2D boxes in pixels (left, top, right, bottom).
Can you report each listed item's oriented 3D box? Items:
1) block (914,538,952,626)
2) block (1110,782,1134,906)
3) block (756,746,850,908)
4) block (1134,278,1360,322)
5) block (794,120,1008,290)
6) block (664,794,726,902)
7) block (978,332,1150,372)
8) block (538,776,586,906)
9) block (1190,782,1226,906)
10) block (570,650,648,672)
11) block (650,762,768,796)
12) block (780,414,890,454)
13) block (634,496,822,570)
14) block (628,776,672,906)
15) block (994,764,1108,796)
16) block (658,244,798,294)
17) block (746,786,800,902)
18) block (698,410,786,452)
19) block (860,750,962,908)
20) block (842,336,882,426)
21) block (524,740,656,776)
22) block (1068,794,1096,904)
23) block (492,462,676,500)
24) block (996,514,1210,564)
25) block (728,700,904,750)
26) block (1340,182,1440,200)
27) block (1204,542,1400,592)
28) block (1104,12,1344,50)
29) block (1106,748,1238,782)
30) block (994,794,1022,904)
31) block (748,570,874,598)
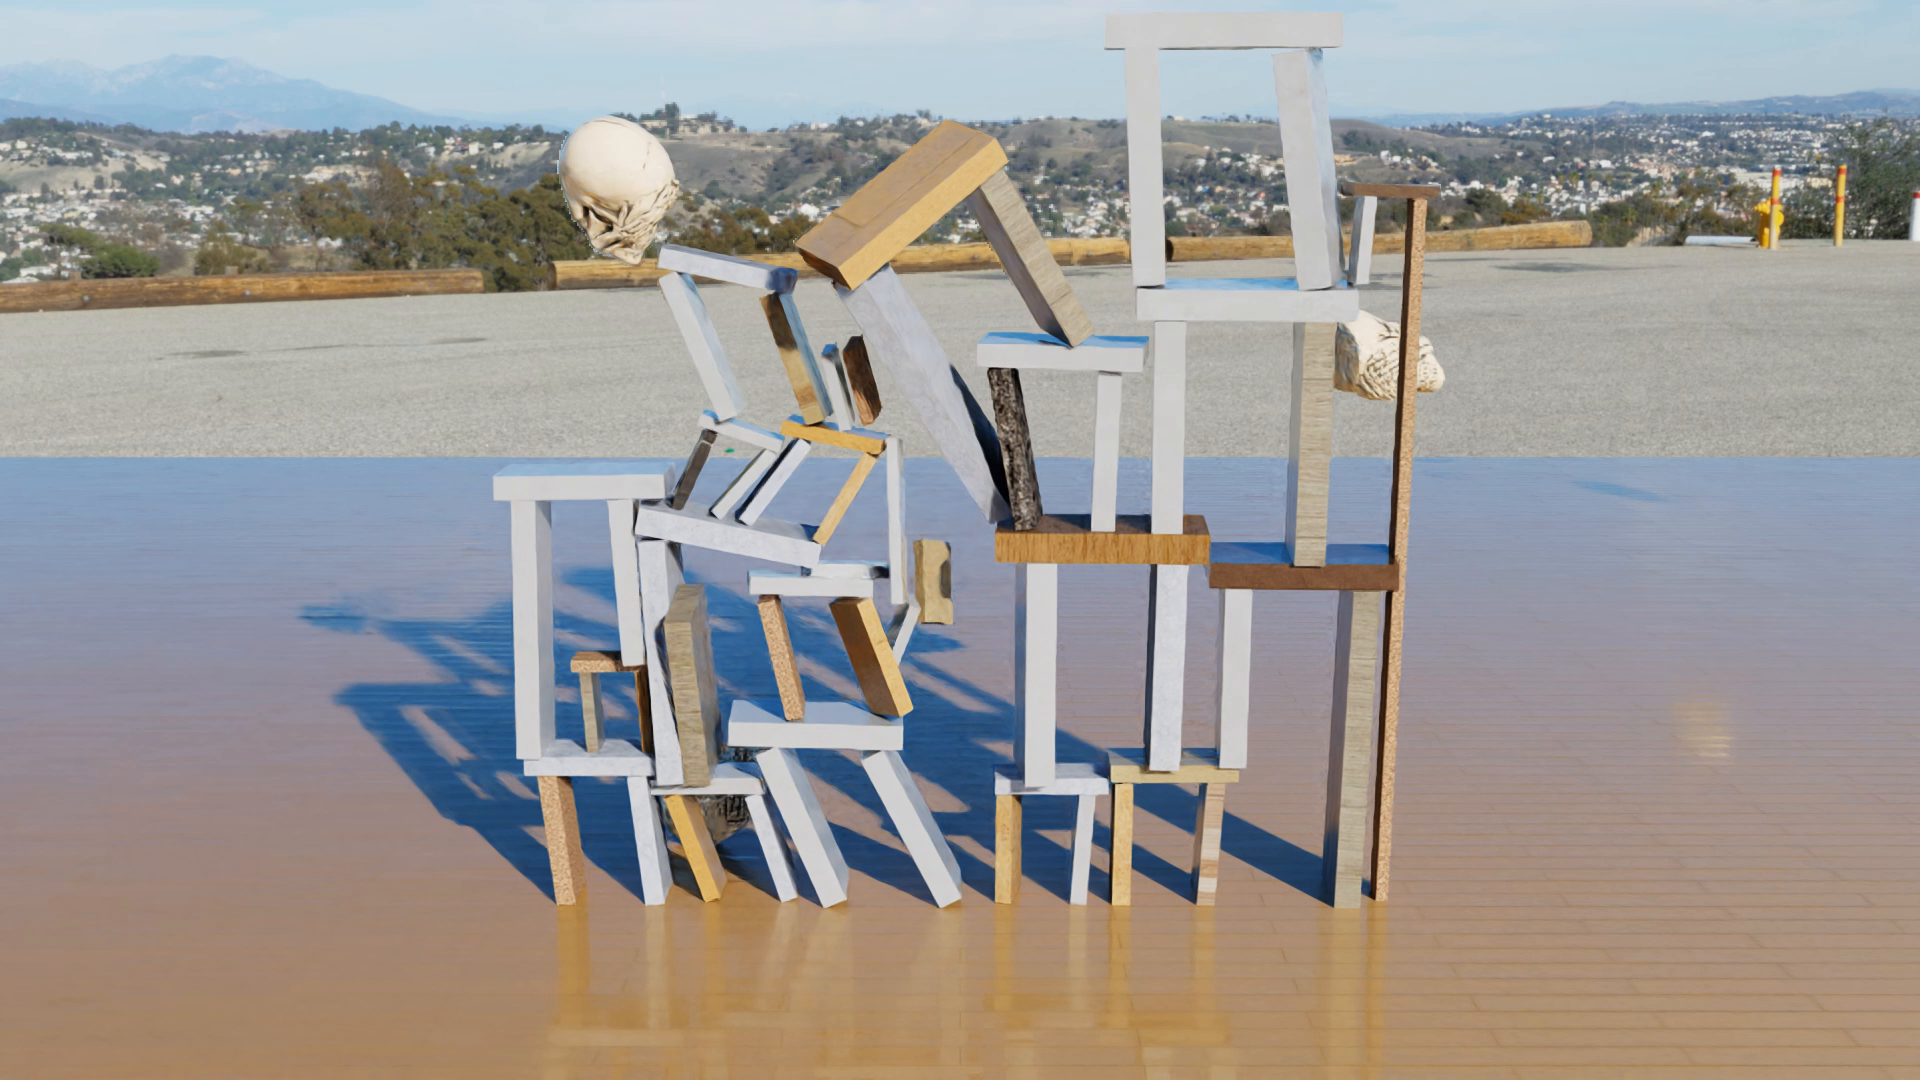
[{"bbox_3d":[-0.045,0.071,3.682,0.020,0.139,0.069,-9,-11,40],"label":"block"},{"bbox_3d":[0.267,0.488,3.645,0.029,0.208,0.104,1,11,1],"label":"block"},{"bbox_3d":[-0.259,0.455,3.642,0.040,0.281,0.140,-22,10,3],"label":"block"},{"bbox_3d":[0.447,-0.378,3.460,0.338,0.048,0.169,1,13,3],"label":"block"},{"bbox_3d":[-0.089,-0.505,3.295,0.309,0.044,0.154,-41,35,-10],"label":"block"},{"bbox_3d":[-0.438,0.498,3.657,0.027,0.188,0.094,-19,10,4],"label":"block"},{"bbox_3d":[0.165,-0.299,3.484,0.259,0.037,0.130,3,14,9],"label":"block"},{"bbox_3d":[-0.659,0.482,3.647,0.031,0.219,0.109,-6,10,1],"label":"block"},{"bbox_3d":[0.410,0.488,3.645,0.029,0.208,0.104,4,11,0],"label":"block"},{"bbox_3d":[-0.564,0.199,3.599,0.135,0.019,0.068,0,10,-1],"label":"block"},{"bbox_3d":[-0.413,0.393,3.632,0.188,0.027,0.094,-1,10,0],"label":"block"},{"bbox_3d":[-0.199,-0.169,3.521,0.162,0.023,0.081,12,11,5],"label":"block"},{"bbox_3d":[-0.373,-0.016,3.556,0.293,0.042,0.147,11,10,-7],"label":"block"},{"bbox_3d":[-0.513,0.482,3.647,0.031,0.219,0.109,-6,10,1],"label":"block"},{"bbox_3d":[0.149,0.395,3.632,0.184,0.026,0.092,0,10,-1],"label":"block"},{"bbox_3d":[-0.366,-0.430,3.482,0.213,0.030,0.107,11,11,-4],"label":"block"},{"bbox_3d":[-0.311,0.497,3.656,0.027,0.188,0.094,-18,10,2],"label":"block"},{"bbox_3d":[-0.349,-0.175,3.525,0.136,0.019,0.068,19,9,-3],"label":"block"},{"bbox_3d":[-0.079,0.459,3.643,0.040,0.281,0.140,-27,10,4],"label":"block"},{"bbox_3d":[-0.155,-0.253,3.494,0.018,0.128,0.064,-7,26,17],"label":"block"},{"bbox_3d":[-0.599,0.358,3.624,0.219,0.031,0.109,0,11,0],"label":"block"},{"bbox_3d":[0.201,0.500,3.644,0.026,0.185,0.092,4,10,-1],"label":"block"},{"bbox_3d":[-0.602,-0.095,3.541,0.270,0.038,0.135,-1,11,0],"label":"block"},{"bbox_3d":[0.229,-0.002,3.558,0.338,0.048,0.169,1,11,3],"label":"block"},{"bbox_3d":[-0.235,0.303,3.612,0.281,0.040,0.140,2,10,-3],"label":"block"},{"bbox_3d":[0.673,-0.547,3.446,0.136,0.019,0.068,1,9,-8],"label":"block"},{"bbox_3d":[0.549,0.042,3.553,0.298,0.042,0.149,1,13,3],"label":"block"},{"bbox_3d":[0.404,-0.785,3.396,0.357,0.051,0.179,1,11,5],"label":"block"},{"bbox_3d":[0.349,0.371,3.623,0.208,0.029,0.104,0,11,0],"label":"block"},{"bbox_3d":[0.081,0.499,3.649,0.026,0.185,0.092,3,10,12],"label":"block"},{"bbox_3d":[-0.243,0.071,3.566,0.198,0.028,0.099,2,5,-8],"label":"block"}]
